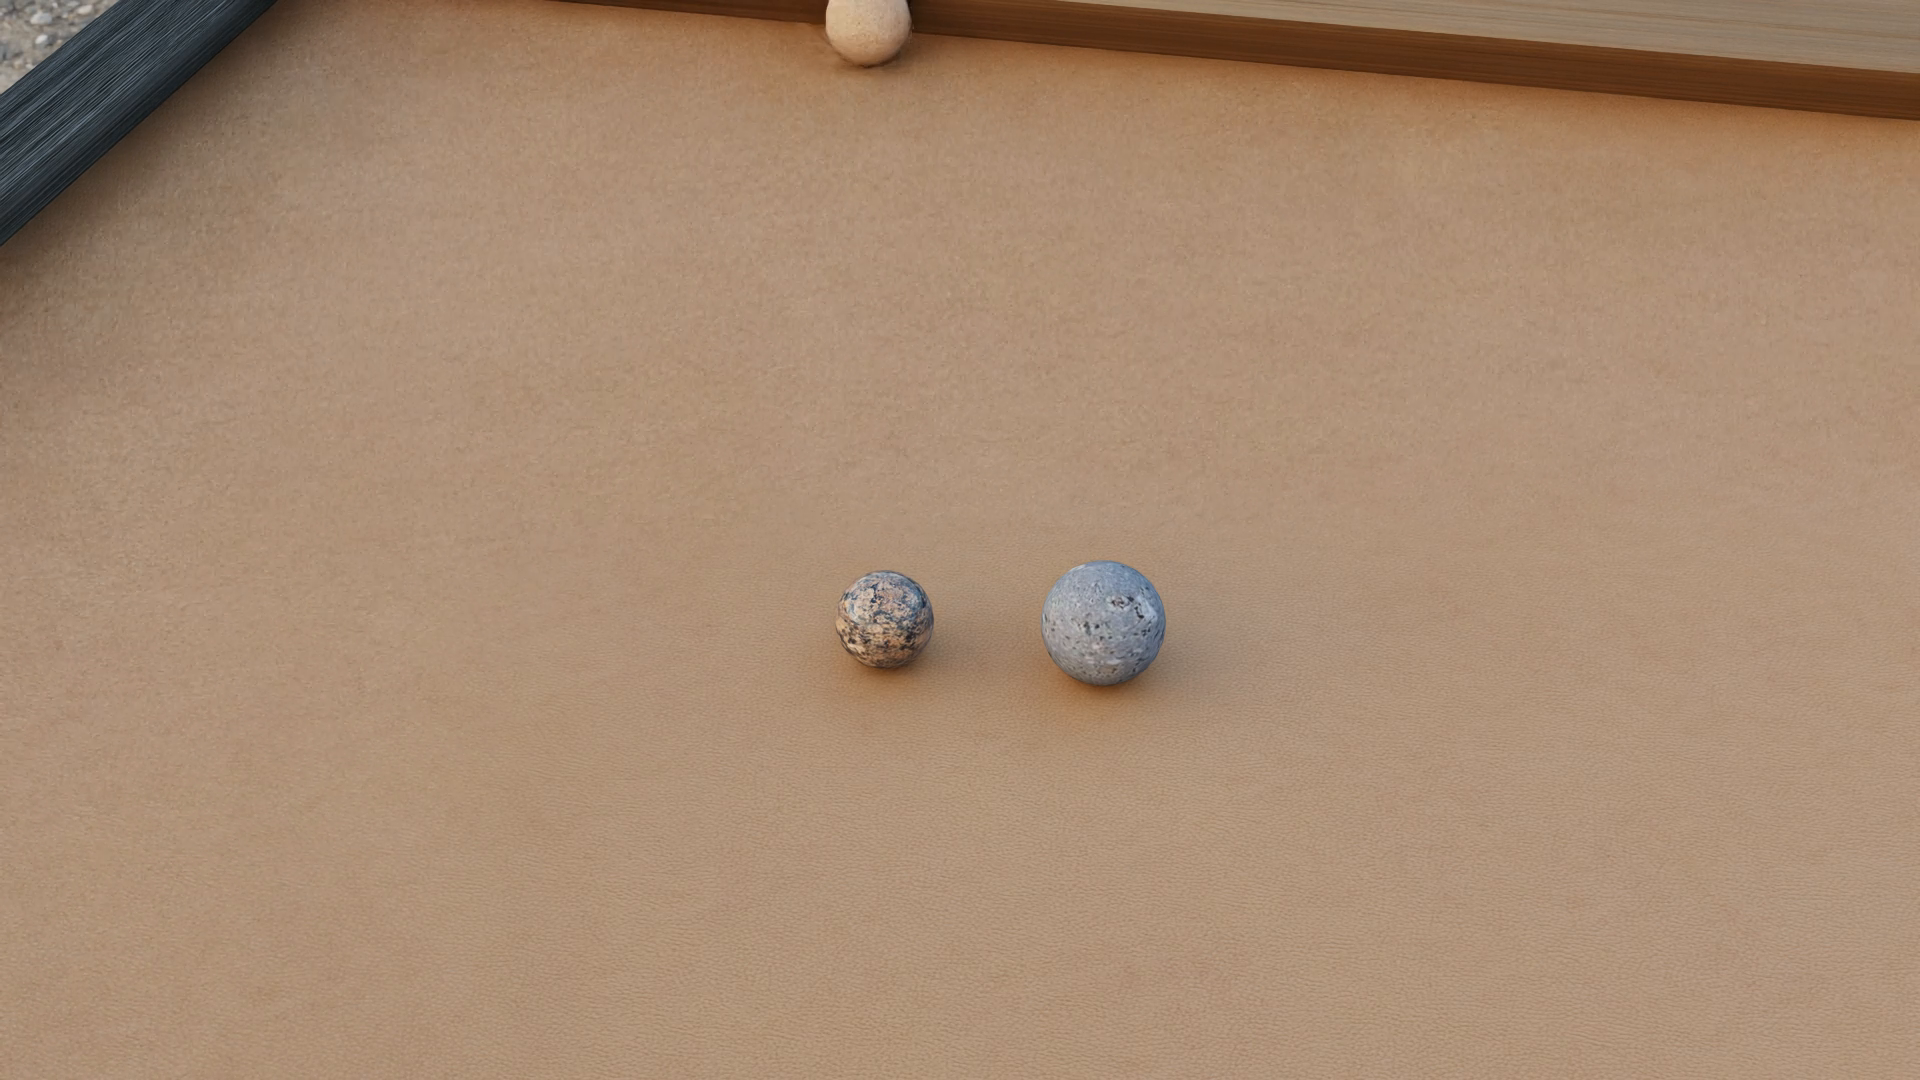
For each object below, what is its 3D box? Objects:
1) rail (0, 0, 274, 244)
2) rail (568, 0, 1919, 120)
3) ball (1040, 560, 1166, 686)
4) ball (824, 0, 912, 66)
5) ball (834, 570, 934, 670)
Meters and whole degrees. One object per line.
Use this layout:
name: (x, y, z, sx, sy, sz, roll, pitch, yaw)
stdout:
rail: (-0.931, -0.133, 2.040, 0.045, 0.126, 1.994, 7, 35, 10)
rail: (1.162, -0.437, 2.485, 3.908, 0.126, 0.045, 7, 35, 10)
ball: (0.100, 0.058, 1.795, 0.088, 0.088, 0.088, 0, 34, 0)
ball: (-0.096, -0.539, 2.668, 0.090, 0.090, 0.090, 0, 34, 0)
ball: (-0.053, 0.056, 1.813, 0.070, 0.070, 0.070, 0, 34, 0)
